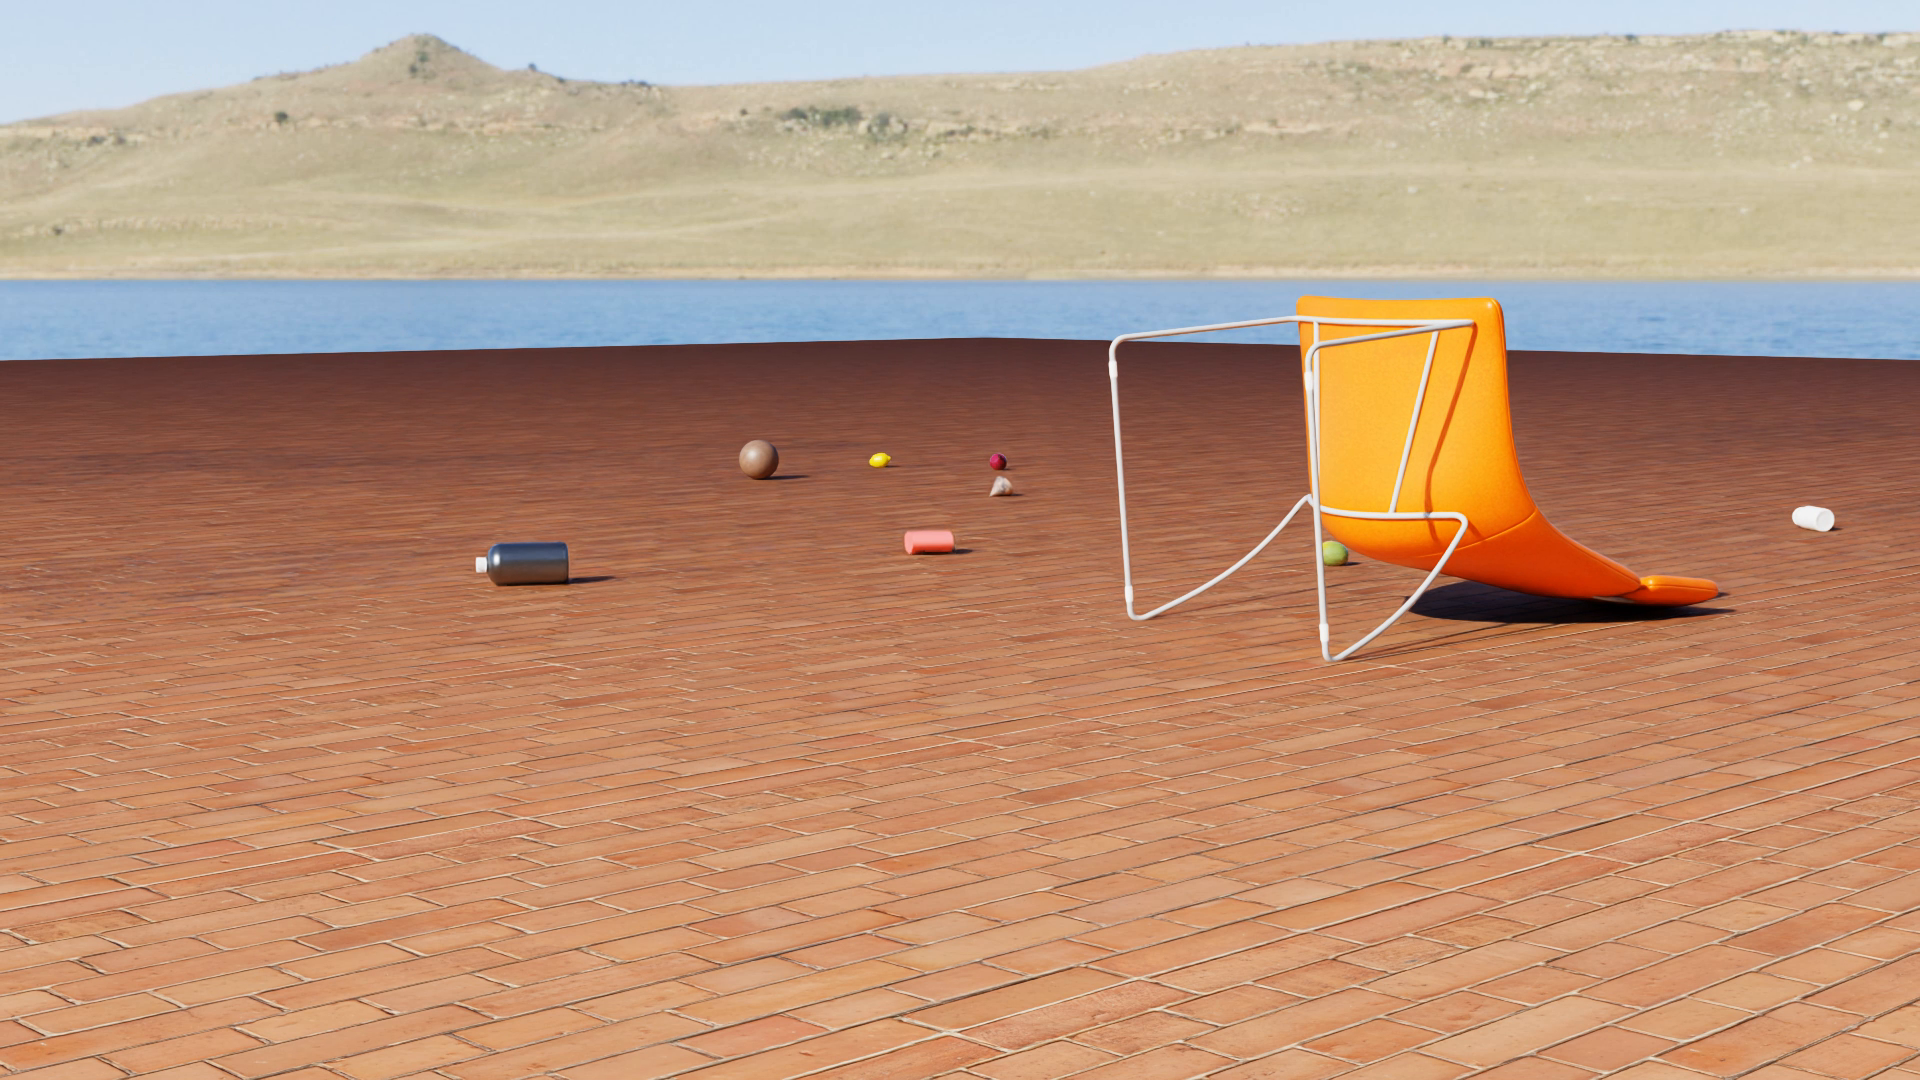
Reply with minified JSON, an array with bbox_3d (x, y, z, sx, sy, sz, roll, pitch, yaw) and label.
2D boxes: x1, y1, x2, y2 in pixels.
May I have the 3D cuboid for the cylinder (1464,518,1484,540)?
[{"bbox_3d":[1.269,-0.021,6.282,0.050,0.074,0.060,4,48,31],"label":"cylinder"}]

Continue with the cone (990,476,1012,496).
[{"bbox_3d":[0.110,-0.146,7.682,0.065,0.066,0.076,-38,21,-27],"label":"cone"}]

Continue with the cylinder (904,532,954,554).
[{"bbox_3d":[-0.074,0.006,6.101,0.097,0.051,0.099,-1,1,-13],"label":"cylinder"}]

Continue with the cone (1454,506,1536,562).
[{"bbox_3d":[1.255,-0.020,6.015,0.194,0.121,0.232,2,6,15],"label":"cone"}]
